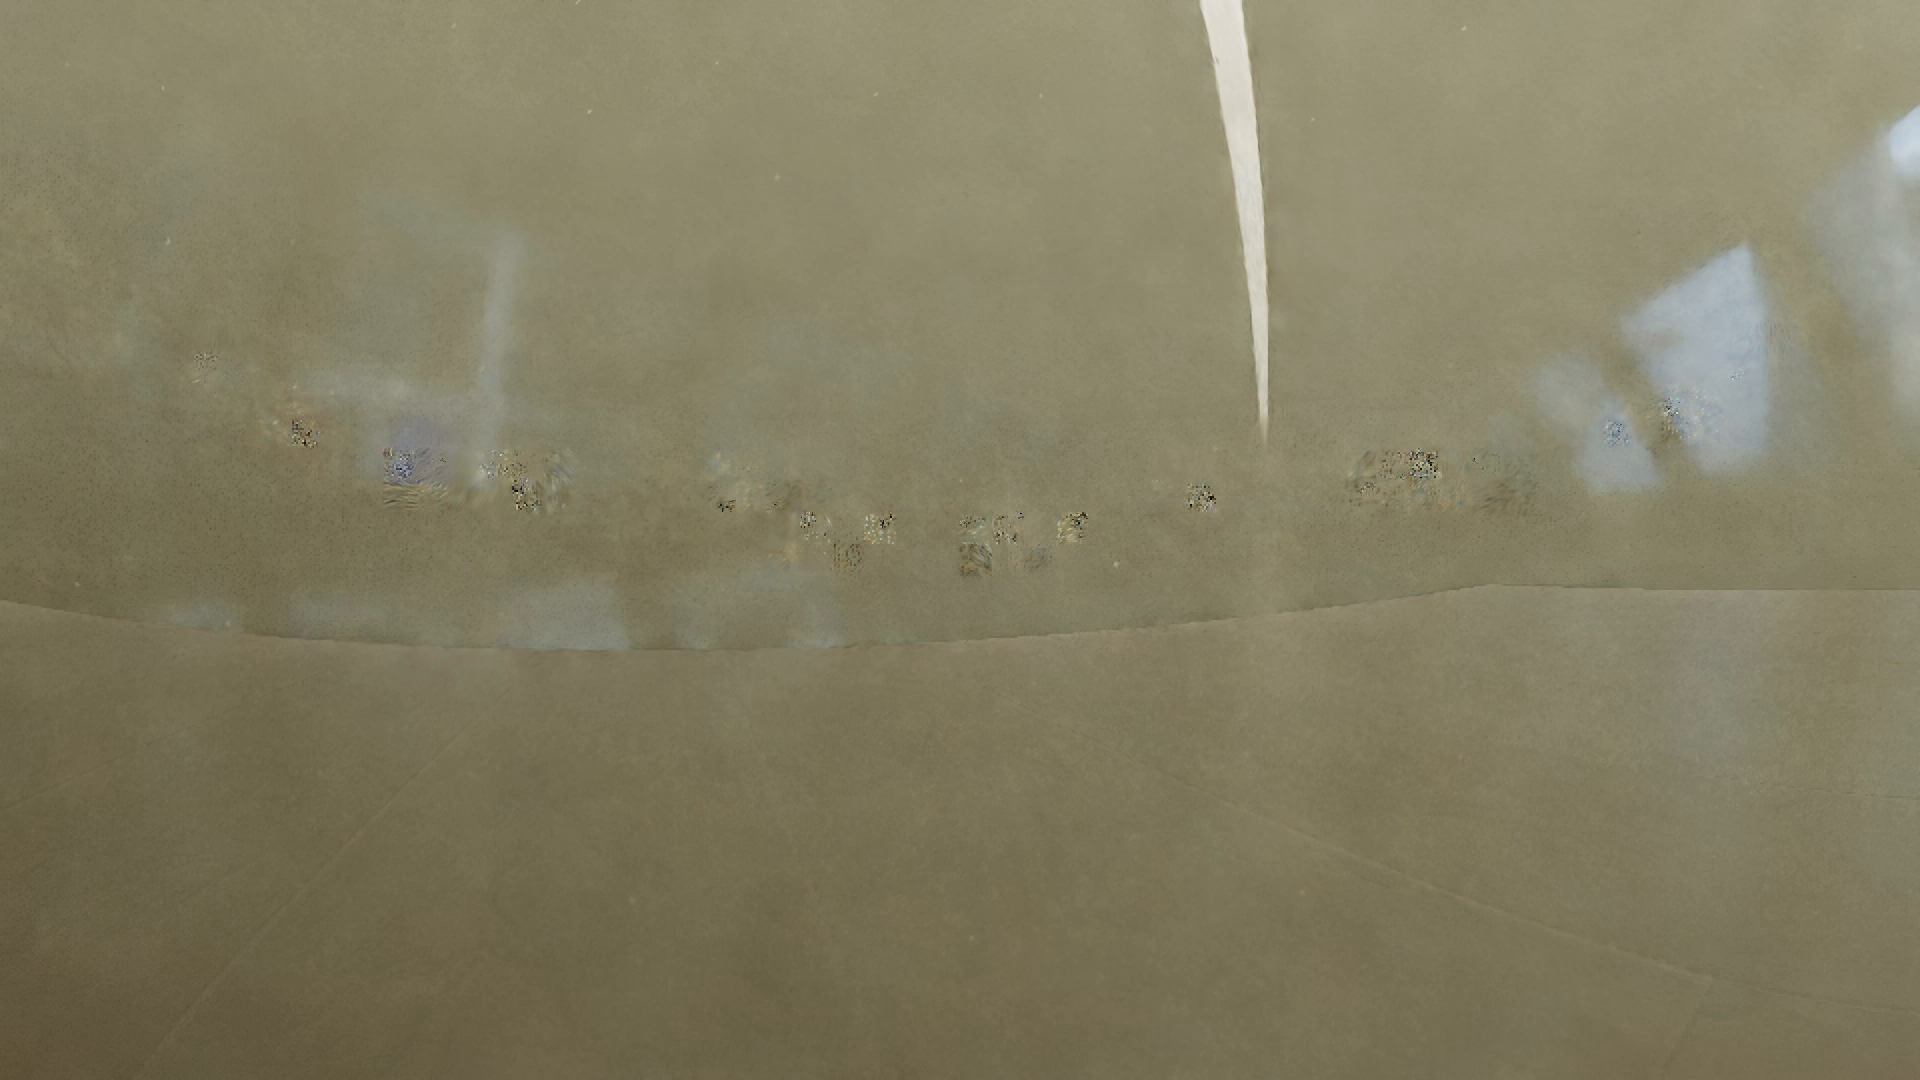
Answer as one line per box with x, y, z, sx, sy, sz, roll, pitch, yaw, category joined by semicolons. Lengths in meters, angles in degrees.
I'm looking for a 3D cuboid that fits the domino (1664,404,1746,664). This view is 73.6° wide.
0.150;-0.002;0.259;0.010;0.050;0.025;2;5;22;domino

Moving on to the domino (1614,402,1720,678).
0.134;-0.001;0.245;0.010;0.050;0.025;1;4;13;domino

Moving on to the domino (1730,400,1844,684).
0.153;0.000;0.238;0.010;0.050;0.025;1;4;17;domino

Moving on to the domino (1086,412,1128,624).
0.036;-0.006;0.313;0.010;0.050;0.025;1;4;7;domino

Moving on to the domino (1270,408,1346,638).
0.080;-0.004;0.292;0.010;0.050;0.025;3;5;33;domino

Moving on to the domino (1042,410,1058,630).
0.009;-0.005;0.298;0.025;0.050;0.009;2;5;27;domino

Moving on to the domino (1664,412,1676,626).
0.157;-0.006;0.308;0.009;0.050;0.025;-1;5;-18;domino

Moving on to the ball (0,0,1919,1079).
0.000;-0.002;0.056;0.080;0.080;0.080;0;4;0;ball

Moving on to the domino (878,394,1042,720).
0.000;0.002;0.201;0.025;0.050;0.009;0;4;0;domino

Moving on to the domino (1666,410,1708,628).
0.172;-0.006;0.308;0.010;0.050;0.025;1;4;13;domino

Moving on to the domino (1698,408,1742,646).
0.169;-0.002;0.265;0.010;0.050;0.025;-3;5;-31;domino

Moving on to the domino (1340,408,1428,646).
0.093;-0.004;0.282;0.009;0.050;0.025;3;5;37;domino

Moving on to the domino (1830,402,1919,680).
0.171;-0.001;0.242;0.010;0.050;0.025;-2;5;-29;domino

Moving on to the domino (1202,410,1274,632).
0.066;-0.005;0.300;0.009;0.050;0.025;3;5;31;domino

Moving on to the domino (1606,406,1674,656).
0.142;-0.003;0.269;0.009;0.050;0.025;2;5;23;domino

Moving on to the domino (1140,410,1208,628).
0.052;-0.006;0.308;0.010;0.050;0.025;2;5;24;domino

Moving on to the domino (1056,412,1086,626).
0.020;-0.006;0.311;0.009;0.050;0.025;-2;5;-29;domino

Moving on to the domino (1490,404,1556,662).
0.116;-0.002;0.263;0.010;0.050;0.025;2;5;29;domino

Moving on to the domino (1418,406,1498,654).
0.107;-0.003;0.272;0.009;0.050;0.025;3;5;38;domino

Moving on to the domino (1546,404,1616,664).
0.125;-0.002;0.258;0.010;0.050;0.025;2;5;29;domino
